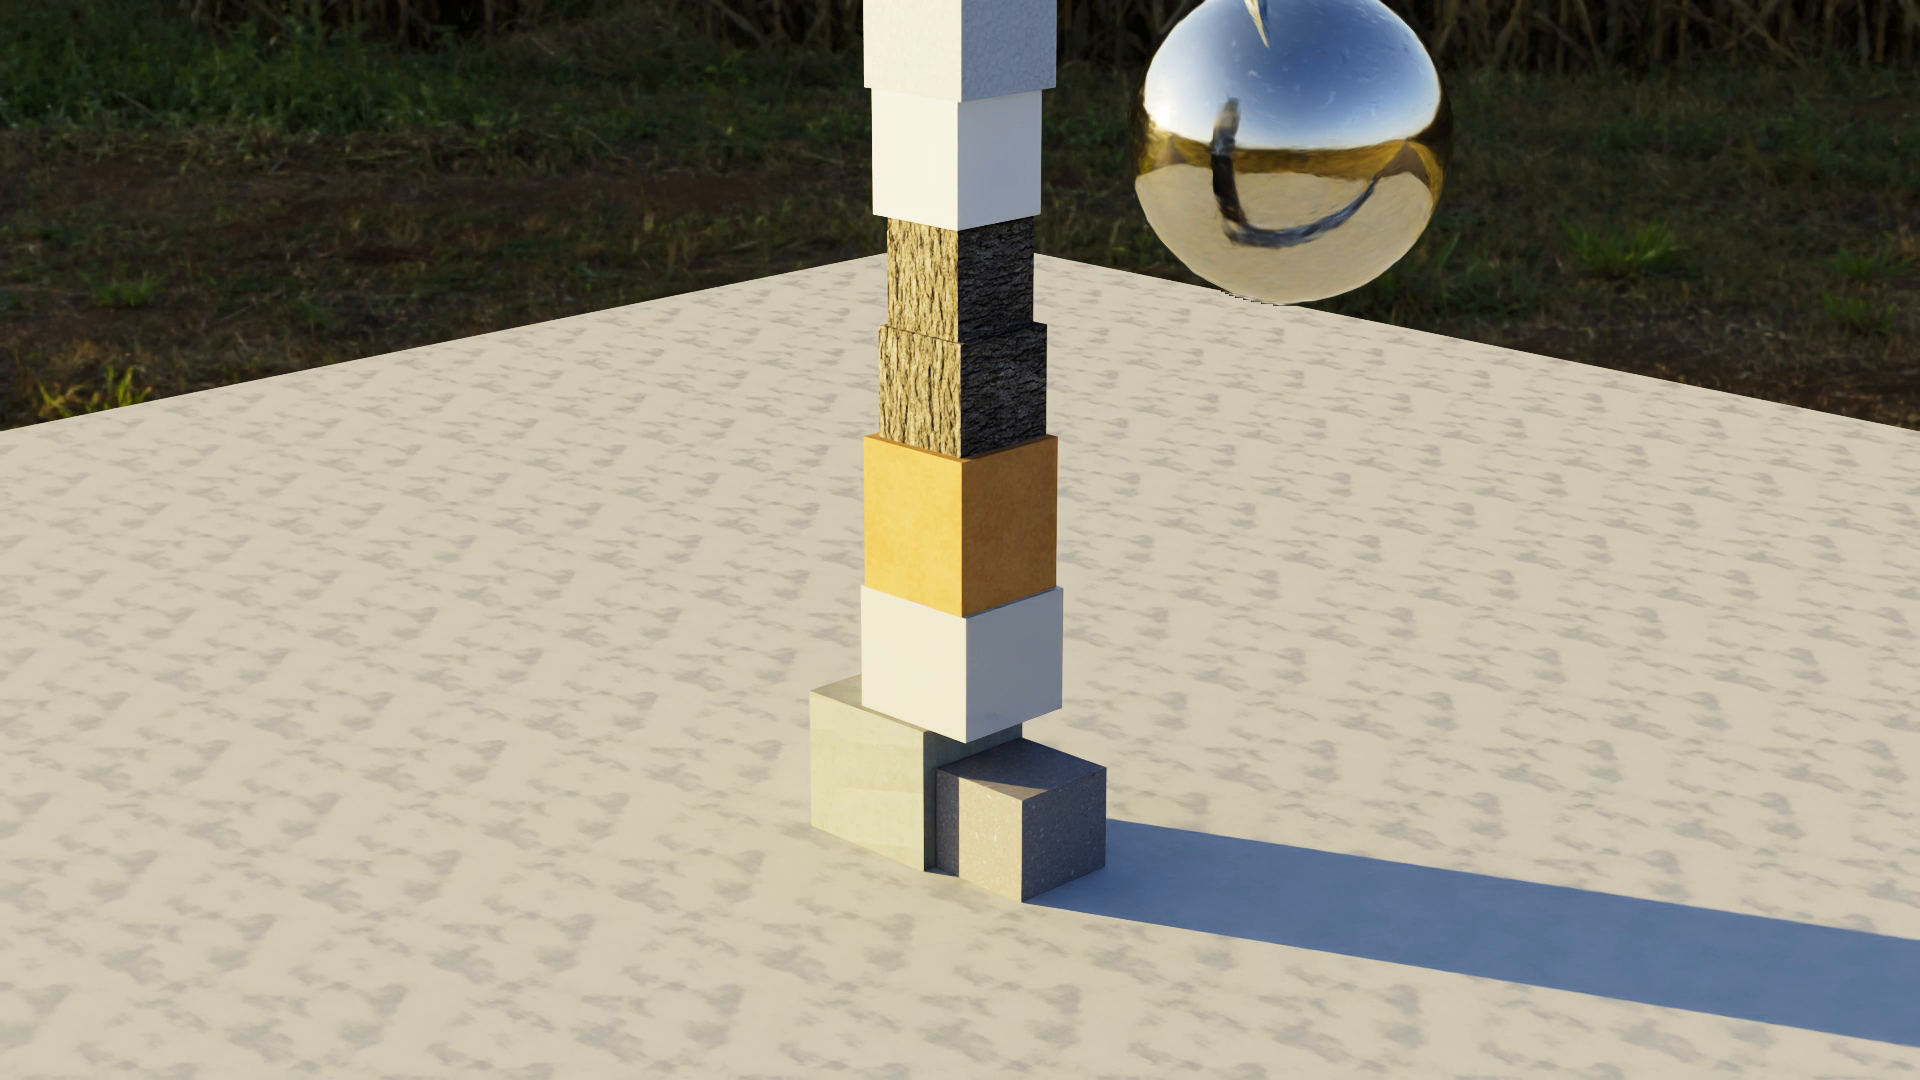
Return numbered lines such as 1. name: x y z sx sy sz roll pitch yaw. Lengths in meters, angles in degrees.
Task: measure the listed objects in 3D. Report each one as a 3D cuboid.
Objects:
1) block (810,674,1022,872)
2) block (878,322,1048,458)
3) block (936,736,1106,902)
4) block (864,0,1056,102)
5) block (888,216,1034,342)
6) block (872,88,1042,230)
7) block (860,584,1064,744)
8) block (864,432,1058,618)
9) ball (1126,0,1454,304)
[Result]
1. block: -0.207 1.048 13.864 0.654 0.687 0.765 -17 24 -42
2. block: 0.013 -0.714 13.131 0.547 0.512 0.516 -17 24 -42
3. block: 0.280 1.276 13.462 0.560 0.493 0.544 -17 24 -42
4. block: 0.001 -2.191 12.654 0.582 0.472 0.594 -17 24 -42
5. block: 0.003 -1.196 12.969 0.476 0.504 0.438 -17 24 -42
6. block: -0.014 -1.696 12.794 0.517 0.556 0.523 -17 24 -42
7. block: 0.010 0.492 13.506 0.632 0.588 0.678 -17 24 -42
8. block: 0.004 -0.126 13.306 0.615 0.713 0.621 -17 24 -42
9. ball: 1.623 -1.967 14.424 1.600 1.600 1.600 0 17 0
